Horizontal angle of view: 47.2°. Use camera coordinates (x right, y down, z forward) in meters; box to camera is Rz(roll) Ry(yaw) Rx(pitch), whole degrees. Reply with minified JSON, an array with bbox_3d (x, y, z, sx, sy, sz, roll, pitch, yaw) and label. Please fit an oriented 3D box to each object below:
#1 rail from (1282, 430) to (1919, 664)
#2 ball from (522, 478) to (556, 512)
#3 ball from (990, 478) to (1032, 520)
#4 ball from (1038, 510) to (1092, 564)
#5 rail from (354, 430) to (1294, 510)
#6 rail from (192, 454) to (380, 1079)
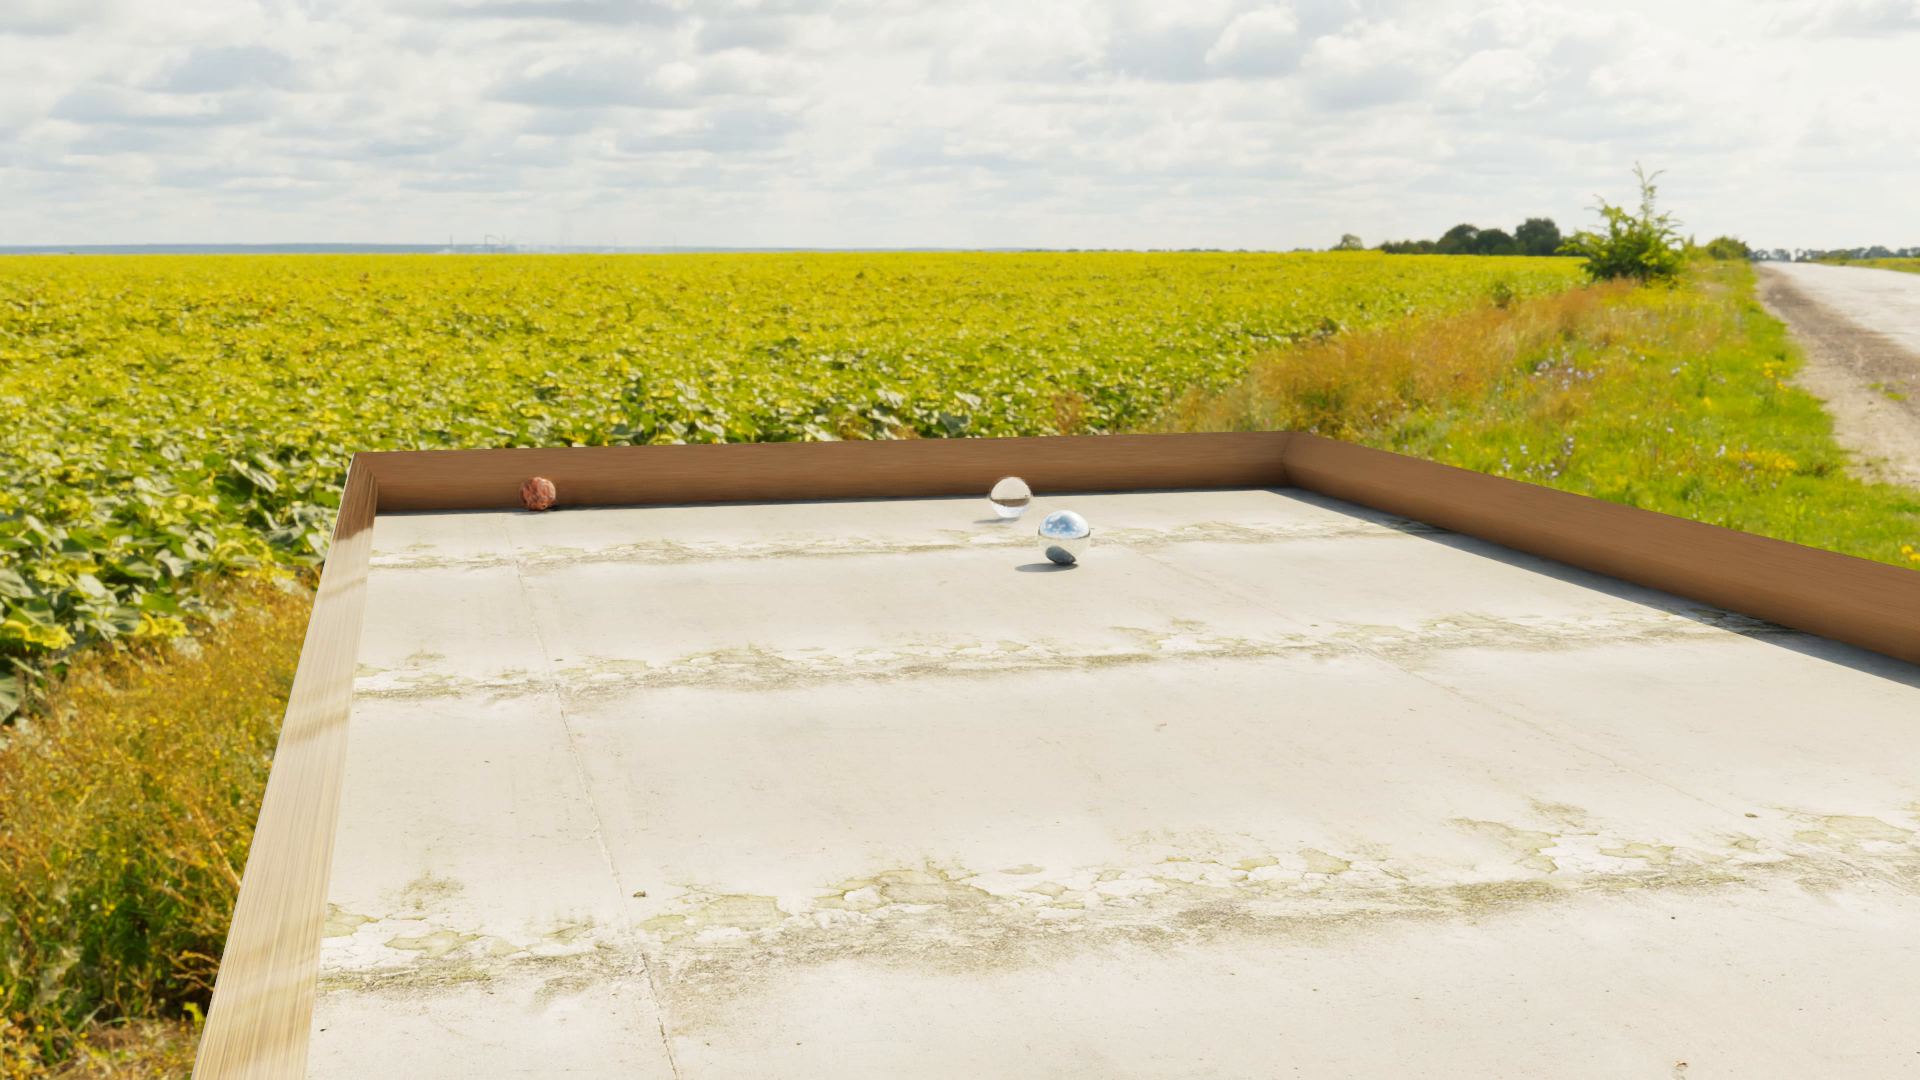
[{"bbox_3d":[1.117,0.077,2.808,0.045,0.112,3.693,-2,8,-14],"label":"rail"},{"bbox_3d":[-0.796,-0.086,4.156,0.064,0.064,0.064,0,8,0],"label":"ball"},{"bbox_3d":[0.093,-0.076,4.043,0.075,0.075,0.075,0,8,0],"label":"ball"},{"bbox_3d":[0.166,-0.005,3.492,0.086,0.086,0.086,0,8,0],"label":"ball"},{"bbox_3d":[-0.216,-0.138,4.341,1.892,0.112,0.045,-2,8,-14],"label":"rail"},{"bbox_3d":[-0.674,0.139,2.369,0.045,0.112,3.693,-2,8,-14],"label":"rail"}]
